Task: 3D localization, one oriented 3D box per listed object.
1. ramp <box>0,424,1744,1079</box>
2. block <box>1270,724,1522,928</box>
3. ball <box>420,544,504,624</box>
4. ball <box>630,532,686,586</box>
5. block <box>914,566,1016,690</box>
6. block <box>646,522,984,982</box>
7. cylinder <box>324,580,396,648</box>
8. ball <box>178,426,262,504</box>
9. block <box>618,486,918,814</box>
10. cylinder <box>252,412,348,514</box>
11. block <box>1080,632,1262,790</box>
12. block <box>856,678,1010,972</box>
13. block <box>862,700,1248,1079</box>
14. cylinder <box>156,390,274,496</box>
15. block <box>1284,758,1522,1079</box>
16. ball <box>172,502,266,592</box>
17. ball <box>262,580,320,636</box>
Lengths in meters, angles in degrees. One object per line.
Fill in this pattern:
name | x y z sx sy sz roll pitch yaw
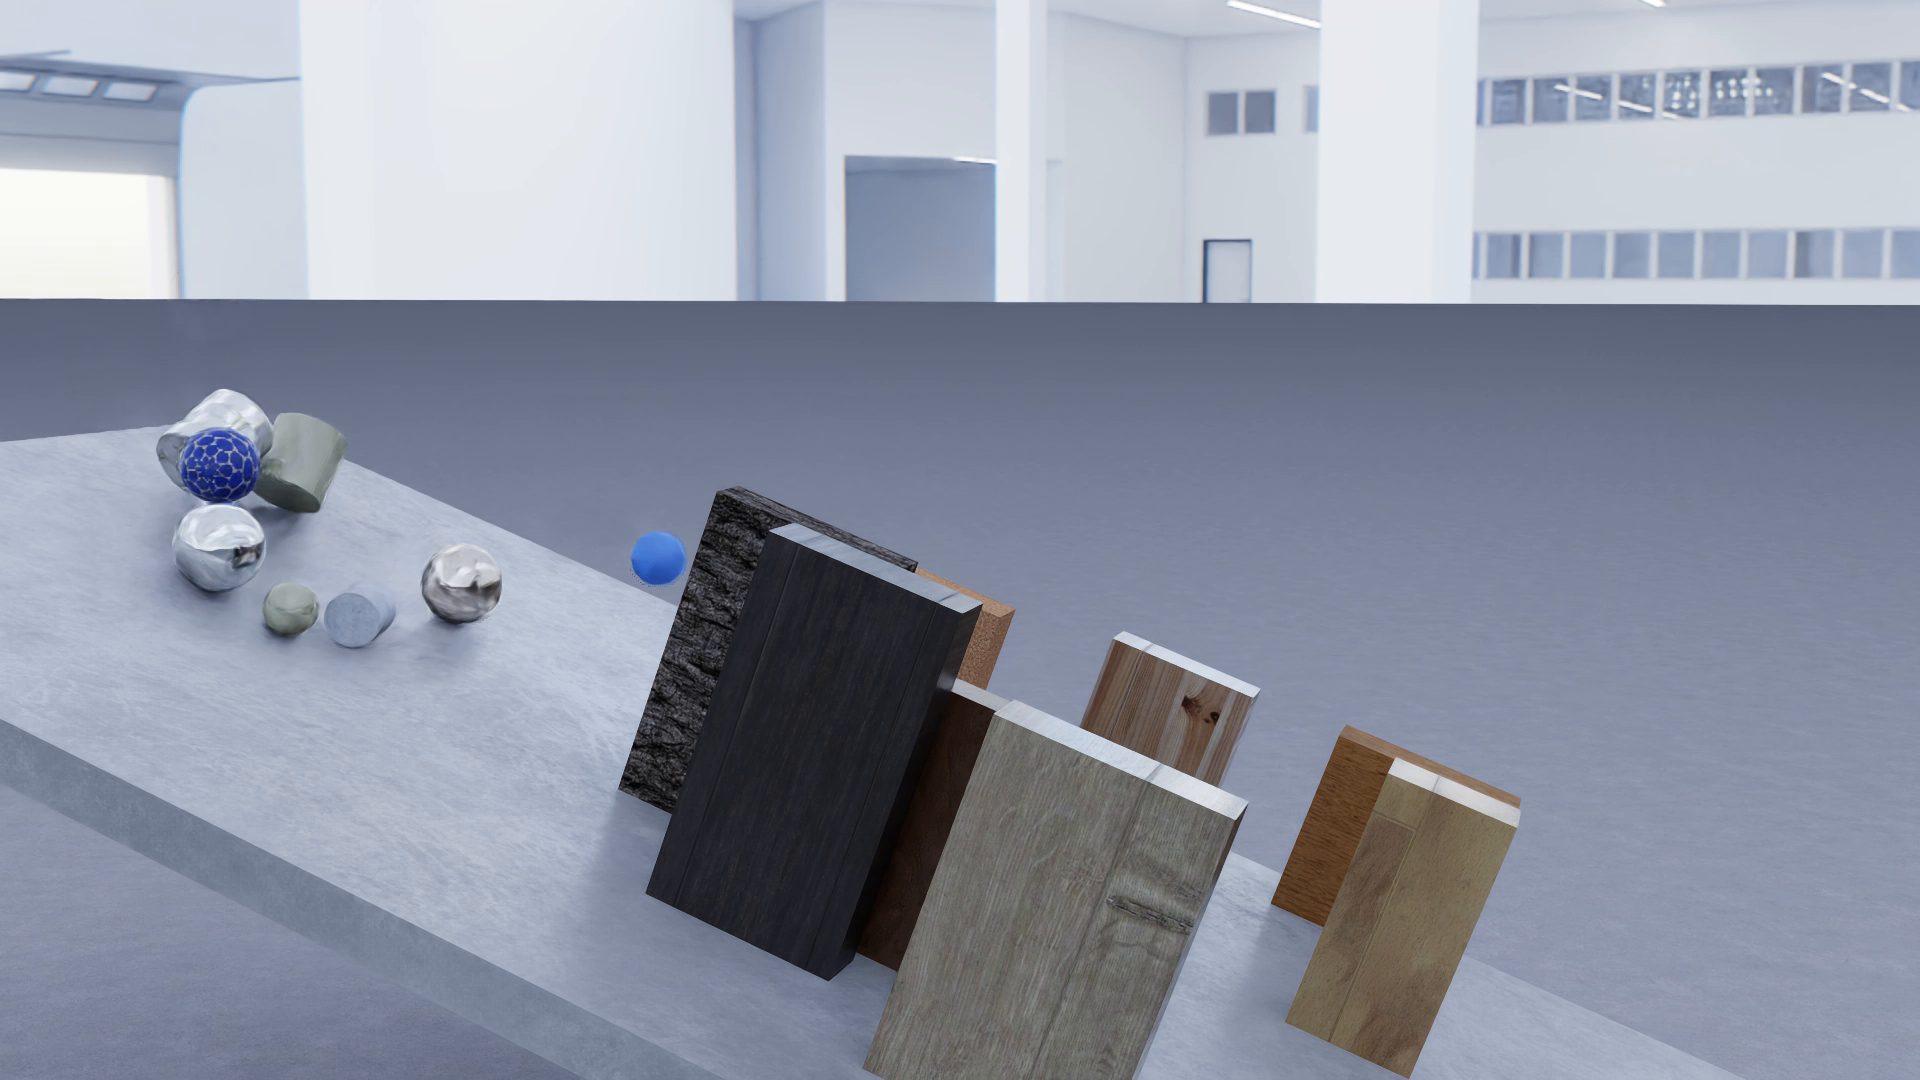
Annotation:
ramp | -0.329 0.600 4.208 4.000 0.100 2.000 23 13 13
block | 0.930 0.666 4.703 0.396 0.402 0.121 23 13 13
ball | -1.051 0.092 4.644 0.169 0.169 0.169 0 7 0
ball | -0.796 0.048 5.800 0.143 0.143 0.143 0 7 0
block | -0.134 0.270 4.756 0.377 0.403 0.123 23 13 13
block | -0.245 0.348 3.636 0.349 0.662 0.119 23 13 13
cylinder | -1.184 0.146 4.342 0.111 0.111 0.111 0 12 3
ball | -1.543 -0.156 4.588 0.163 0.163 0.163 0 7 0
block | -0.356 0.252 4.029 0.371 0.599 0.103 23 13 13
cylinder | -1.491 -0.173 4.956 0.166 0.166 0.166 12 -26 6
block | 0.352 0.481 4.308 0.292 0.527 0.093 23 13 13
block | -0.022 0.499 3.729 0.284 0.493 0.085 23 13 13
block | 0.139 0.597 3.303 0.384 0.600 0.115 23 13 13
cylinder | -1.615 -0.208 4.774 0.174 0.174 0.174 3 37 26
block | 0.825 0.703 4.101 0.247 0.521 0.137 23 13 13
ball | -1.459 0.014 4.333 0.176 0.176 0.176 0 7 0
ball | -1.292 0.132 4.248 0.106 0.106 0.106 0 7 0
